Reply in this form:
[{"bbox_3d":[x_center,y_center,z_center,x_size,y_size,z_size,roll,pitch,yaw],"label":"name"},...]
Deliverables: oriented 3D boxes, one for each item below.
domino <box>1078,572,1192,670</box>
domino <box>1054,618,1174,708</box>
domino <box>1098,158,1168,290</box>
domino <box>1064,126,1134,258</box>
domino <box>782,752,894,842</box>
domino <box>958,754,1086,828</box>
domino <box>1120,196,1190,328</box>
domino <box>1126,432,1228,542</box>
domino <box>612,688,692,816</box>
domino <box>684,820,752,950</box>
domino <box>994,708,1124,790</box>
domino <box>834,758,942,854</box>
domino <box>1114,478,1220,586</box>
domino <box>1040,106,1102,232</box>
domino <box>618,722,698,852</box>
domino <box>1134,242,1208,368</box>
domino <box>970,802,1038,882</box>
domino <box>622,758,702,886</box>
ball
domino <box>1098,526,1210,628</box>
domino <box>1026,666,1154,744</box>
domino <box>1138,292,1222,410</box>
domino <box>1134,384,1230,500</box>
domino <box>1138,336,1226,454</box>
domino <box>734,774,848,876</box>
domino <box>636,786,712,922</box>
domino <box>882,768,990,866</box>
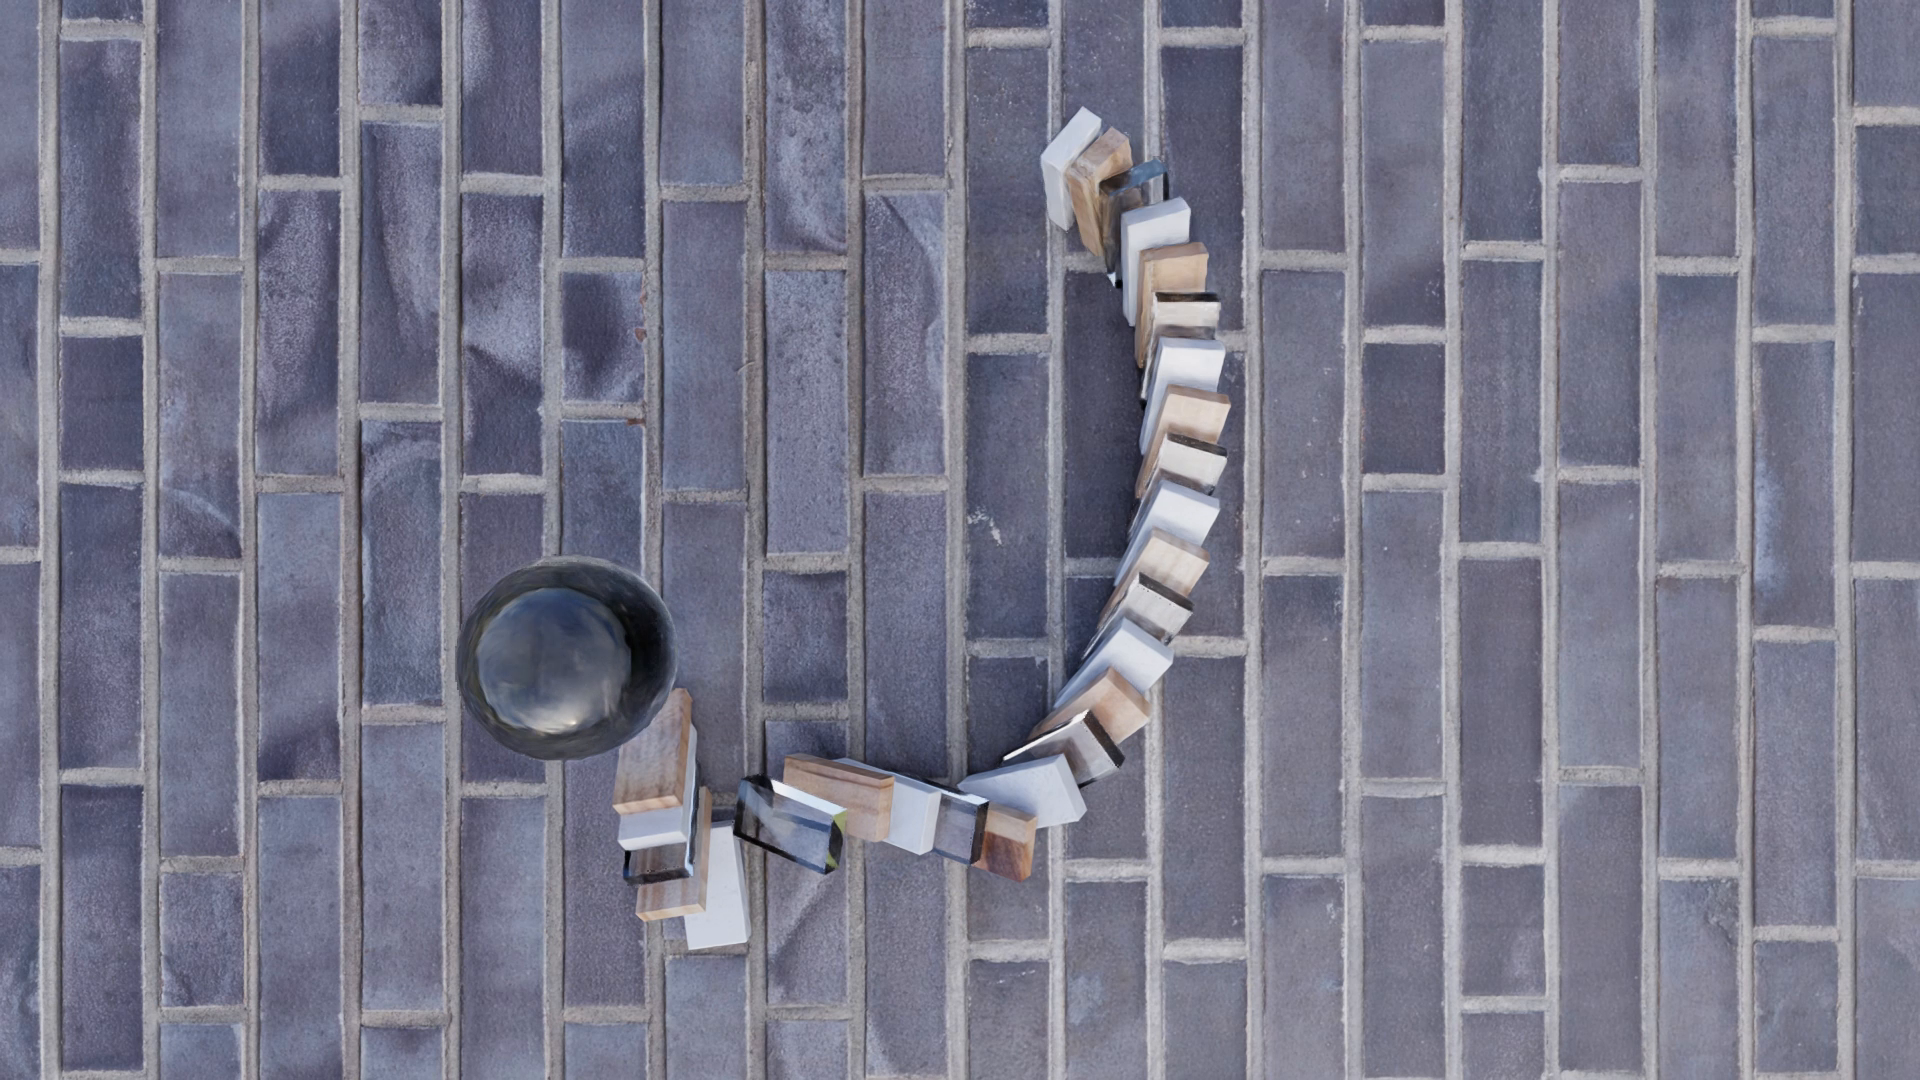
[{"bbox_3d":[0.073,0.040,0.383,0.025,0.010,0.050,29,120,0],"label":"domino"},{"bbox_3d":[0.064,0.058,0.384,0.025,0.009,0.050,34,120,0],"label":"domino"},{"bbox_3d":[0.072,-0.129,0.376,0.025,0.050,0.009,-23,59,0],"label":"domino"},{"bbox_3d":[0.059,-0.141,0.375,0.025,0.050,0.009,-44,67,0],"label":"domino"},{"bbox_3d":[-0.052,0.107,0.383,0.050,0.009,0.025,5,89,30],"label":"domino"},{"bbox_3d":[0.025,0.107,0.382,0.050,0.010,0.025,-23,90,33],"label":"domino"},{"bbox_3d":[0.080,-0.113,0.378,0.025,0.050,0.009,-15,51,0],"label":"domino"},{"bbox_3d":[0.090,-0.018,0.383,0.025,0.010,0.050,16,123,0],"label":"domino"},{"bbox_3d":[-0.127,0.087,0.380,0.025,0.009,0.050,-9,48,0],"label":"domino"},{"bbox_3d":[-0.107,0.148,0.395,0.025,0.010,0.050,-8,90,0],"label":"domino"},{"bbox_3d":[0.041,0.093,0.383,0.050,0.009,0.025,-36,90,31],"label":"domino"},{"bbox_3d":[-0.033,0.110,0.383,0.050,0.010,0.025,10,91,30],"label":"domino"},{"bbox_3d":[0.086,0.001,0.383,0.025,0.010,0.050,20,121,0],"label":"domino"},{"bbox_3d":[0.047,-0.150,0.375,0.010,0.050,0.025,41,90,13],"label":"domino"},{"bbox_3d":[-0.125,0.101,0.380,0.025,0.010,0.050,-9,48,0],"label":"domino"},{"bbox_3d":[0.087,-0.096,0.379,0.025,0.050,0.009,-7,45,0],"label":"domino"},{"bbox_3d":[0.006,0.121,0.383,0.050,0.010,0.025,9,94,30],"label":"domino"},{"bbox_3d":[-0.123,0.115,0.380,0.025,0.010,0.050,-9,48,0],"label":"domino"},{"bbox_3d":[-0.152,0.046,0.360,0.080,0.080,0.080,0,90,0],"label":"ball"},{"bbox_3d":[0.080,0.021,0.383,0.025,0.010,0.050,25,121,0],"label":"domino"},{"bbox_3d":[0.054,0.077,0.383,0.025,0.010,0.050,44,121,0],"label":"domino"},{"bbox_3d":[0.090,-0.078,0.380,0.025,0.010,0.050,0,130,0],"label":"domino"},{"bbox_3d":[0.092,-0.038,0.382,0.025,0.010,0.050,11,124,0],"label":"domino"},{"bbox_3d":[0.092,-0.058,0.381,0.025,0.010,0.050,4,127,0],"label":"domino"},{"bbox_3d":[-0.071,0.118,0.383,0.050,0.010,0.025,11,94,30],"label":"domino"},{"bbox_3d":[-0.118,0.129,0.380,0.025,0.009,0.050,-9,50,0],"label":"domino"},{"bbox_3d":[-0.014,0.115,0.383,0.050,0.009,0.025,10,93,30],"label":"domino"}]
